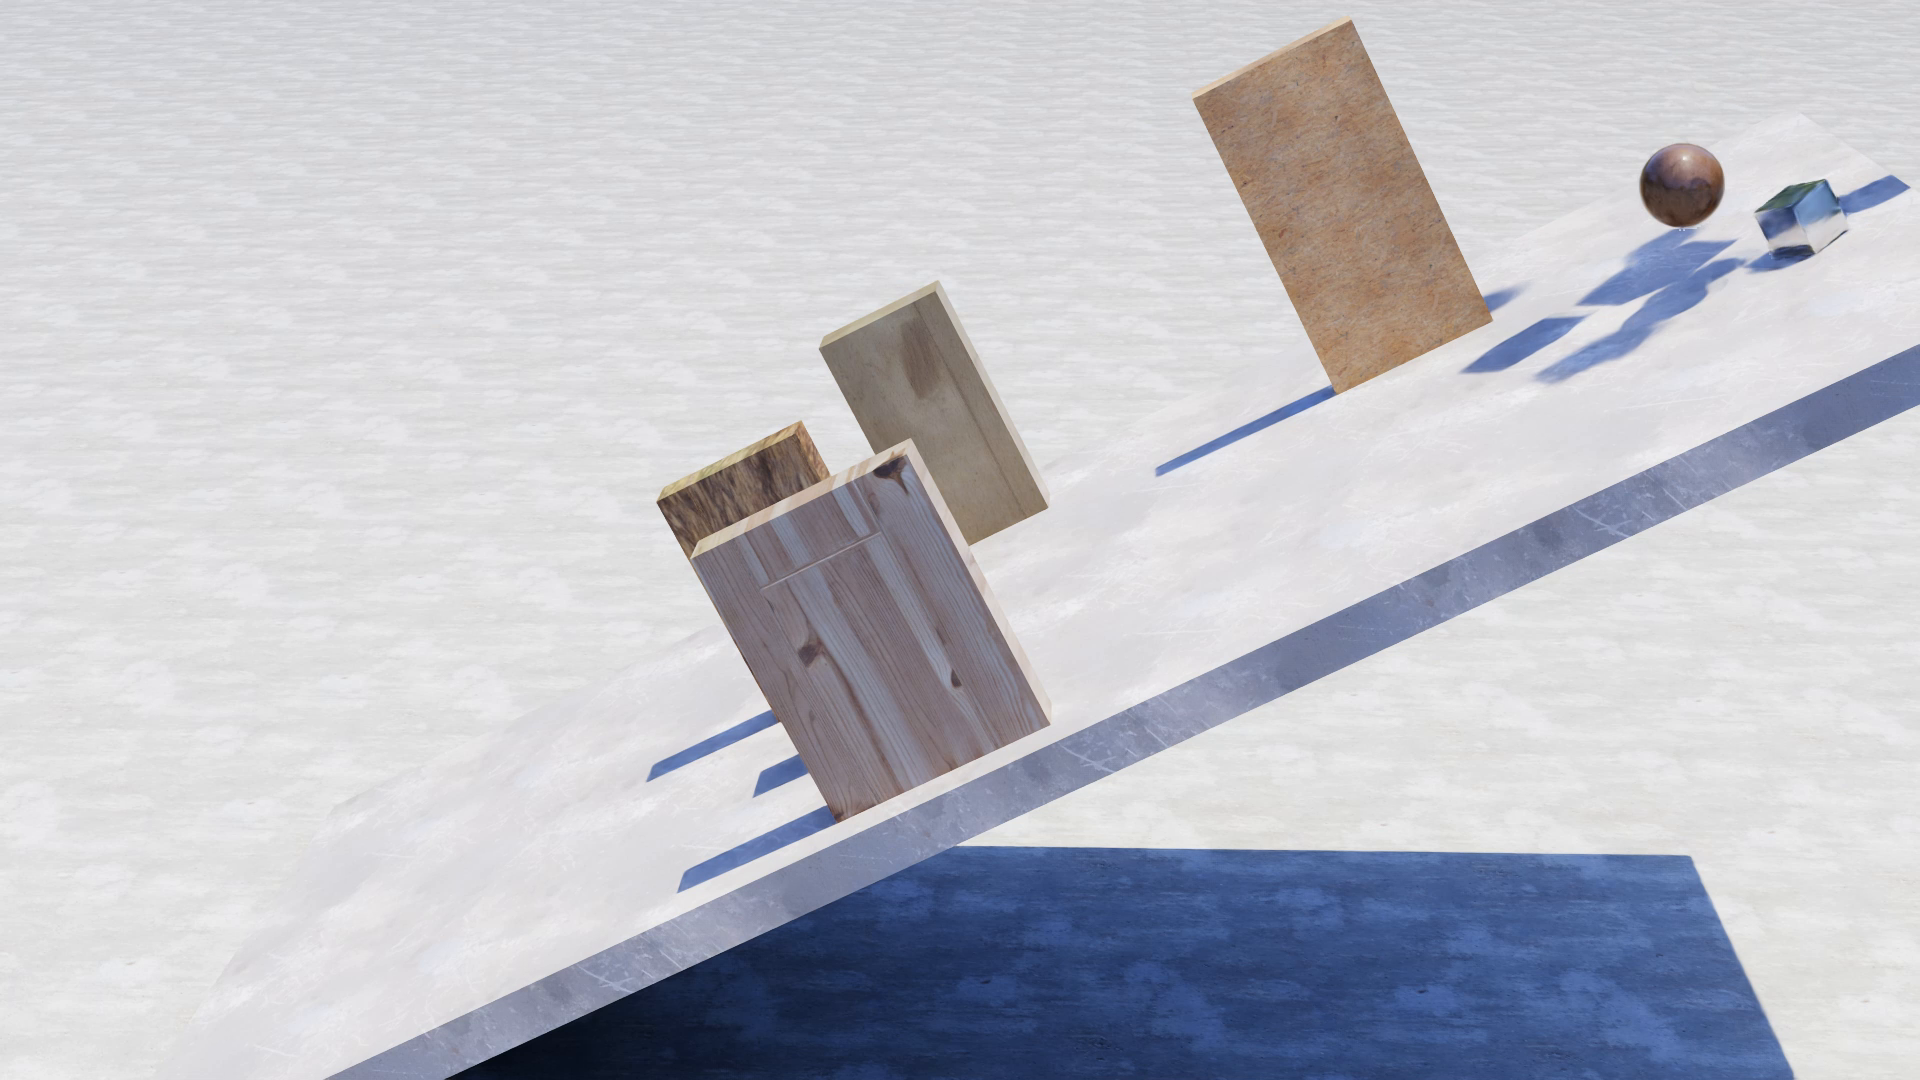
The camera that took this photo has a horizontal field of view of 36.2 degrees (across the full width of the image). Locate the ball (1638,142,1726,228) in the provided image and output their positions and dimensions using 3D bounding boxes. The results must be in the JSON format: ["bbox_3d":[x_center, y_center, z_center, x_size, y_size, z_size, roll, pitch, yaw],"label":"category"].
[{"bbox_3d":[1.428,-0.701,5.817,0.167,0.167,0.167,0,17,0],"label":"ball"}]

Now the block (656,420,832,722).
[{"bbox_3d":[-0.360,0.069,6.234,0.333,0.547,0.112,-26,14,10],"label":"block"}]

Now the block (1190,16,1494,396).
[{"bbox_3d":[0.836,-0.727,6.424,0.376,0.733,0.091,-26,14,10],"label":"block"}]

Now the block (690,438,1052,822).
[{"bbox_3d":[-0.159,0.170,5.416,0.443,0.574,0.114,-26,14,10],"label":"block"}]

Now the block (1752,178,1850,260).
[{"bbox_3d":[1.658,-0.631,5.797,0.109,0.109,0.109,-36,15,-24],"label":"block"}]

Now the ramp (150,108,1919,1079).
[{"bbox_3d":[0.139,0.168,6.281,4.000,0.100,2.000,-26,14,10],"label":"ramp"}]

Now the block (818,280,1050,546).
[{"bbox_3d":[-0.056,-0.274,6.839,0.303,0.574,0.127,-26,14,10],"label":"block"}]
